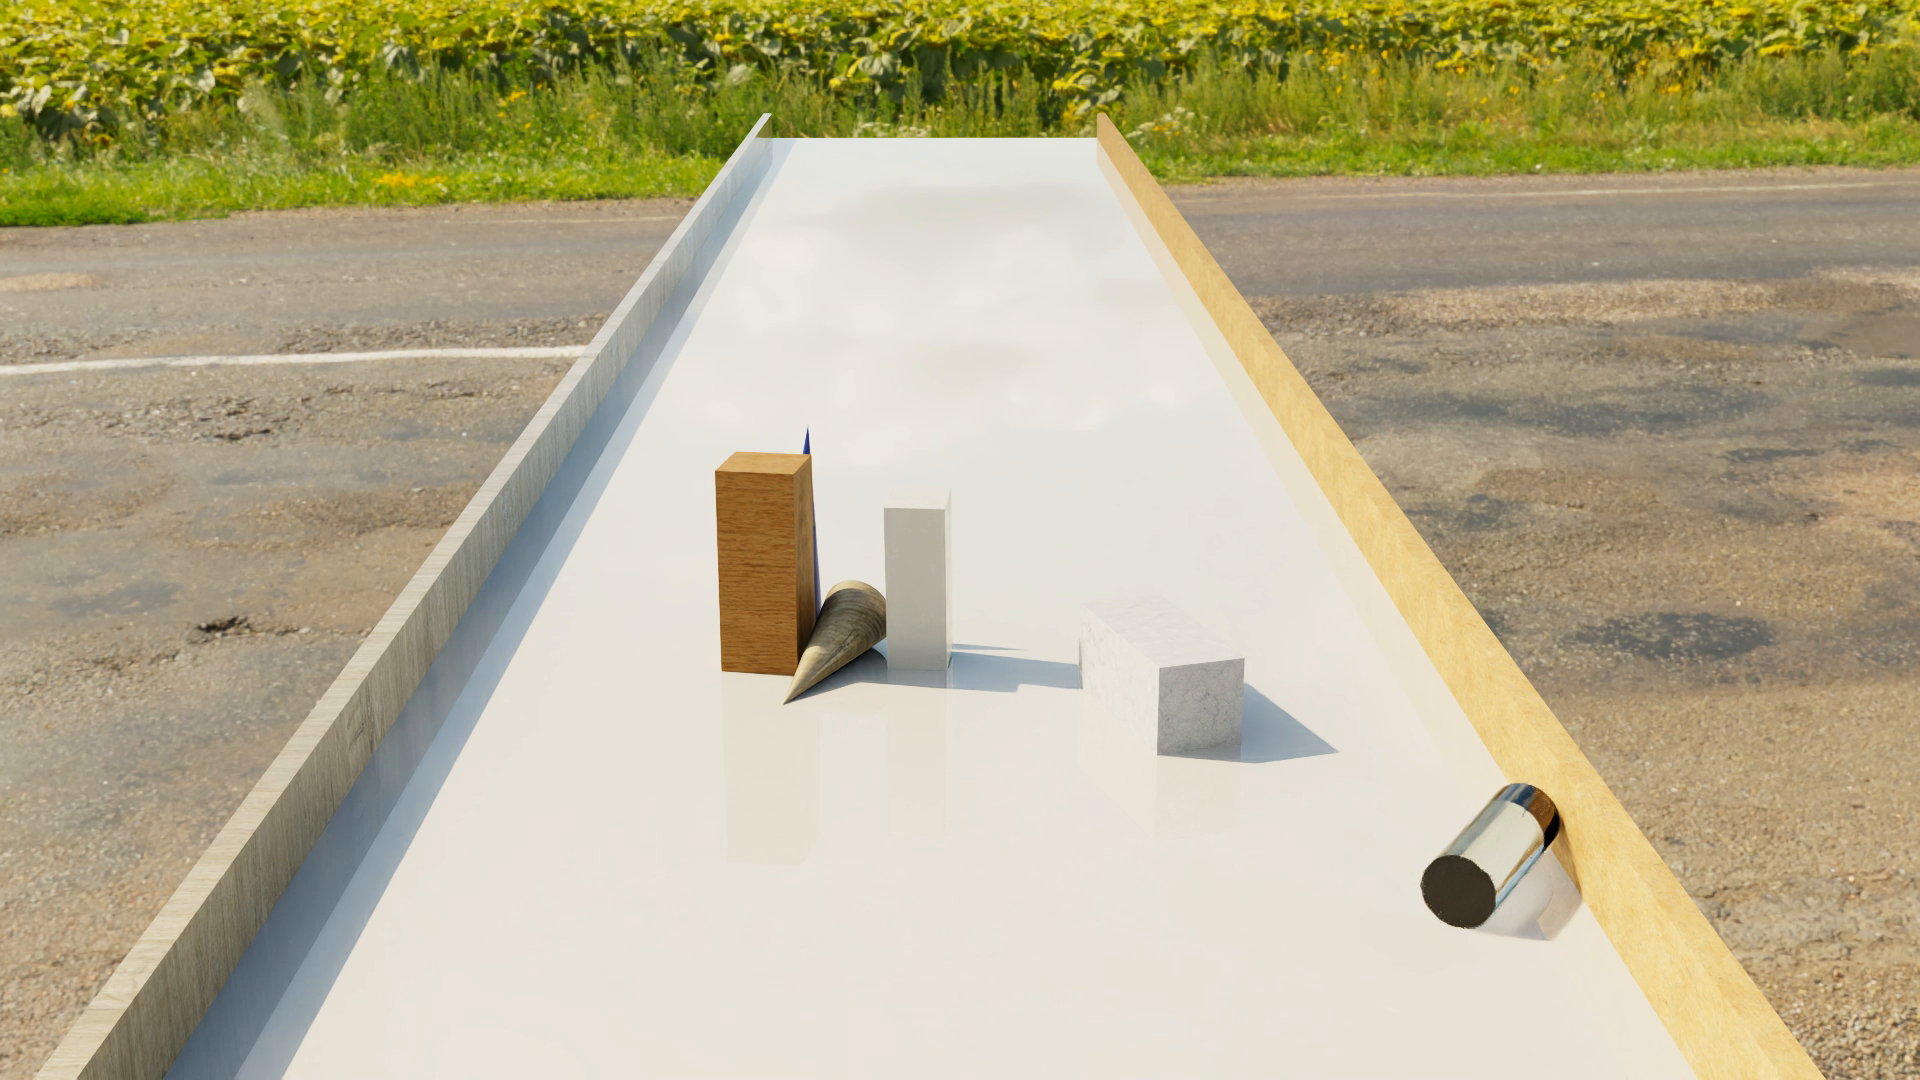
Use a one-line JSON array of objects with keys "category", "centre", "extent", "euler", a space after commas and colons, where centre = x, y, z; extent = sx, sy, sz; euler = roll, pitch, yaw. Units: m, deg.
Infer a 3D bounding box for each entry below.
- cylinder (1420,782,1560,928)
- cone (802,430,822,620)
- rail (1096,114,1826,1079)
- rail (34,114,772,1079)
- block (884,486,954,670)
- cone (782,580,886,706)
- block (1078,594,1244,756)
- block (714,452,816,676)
[{"category": "cylinder", "centre": [0.823, 0.484, 3.398], "extent": [0.116, 0.116, 0.319], "euler": [10, 19, 30]}, {"category": "cone", "centre": [-0.322, -0.019, 4.492], "extent": [0.116, 0.446, 0.116], "euler": [4, 13, -1]}, {"category": "rail", "centre": [0.932, -0.844, 7.801], "extent": [0.050, 0.150, 12.000], "euler": [0, 17, -1]}, {"category": "rail", "centre": [-1.118, -0.838, 7.780], "extent": [0.050, 0.150, 12.000], "euler": [0, 17, -1]}, {"category": "block", "centre": [-0.081, 0.076, 4.350], "extent": [0.119, 0.344, 0.119], "euler": [2, 22, 5]}, {"category": "cone", "centre": [-0.272, 0.231, 4.321], "extent": [0.150, 0.150, 0.370], "euler": [6, 29, 20]}, {"category": "block", "centre": [0.370, 0.246, 4.107], "extent": [0.166, 0.166, 0.384], "euler": [-5, 17, -18]}, {"category": "block", "centre": [-0.383, 0.045, 4.355], "extent": [0.155, 0.410, 0.155], "euler": [3, 17, 9]}]
